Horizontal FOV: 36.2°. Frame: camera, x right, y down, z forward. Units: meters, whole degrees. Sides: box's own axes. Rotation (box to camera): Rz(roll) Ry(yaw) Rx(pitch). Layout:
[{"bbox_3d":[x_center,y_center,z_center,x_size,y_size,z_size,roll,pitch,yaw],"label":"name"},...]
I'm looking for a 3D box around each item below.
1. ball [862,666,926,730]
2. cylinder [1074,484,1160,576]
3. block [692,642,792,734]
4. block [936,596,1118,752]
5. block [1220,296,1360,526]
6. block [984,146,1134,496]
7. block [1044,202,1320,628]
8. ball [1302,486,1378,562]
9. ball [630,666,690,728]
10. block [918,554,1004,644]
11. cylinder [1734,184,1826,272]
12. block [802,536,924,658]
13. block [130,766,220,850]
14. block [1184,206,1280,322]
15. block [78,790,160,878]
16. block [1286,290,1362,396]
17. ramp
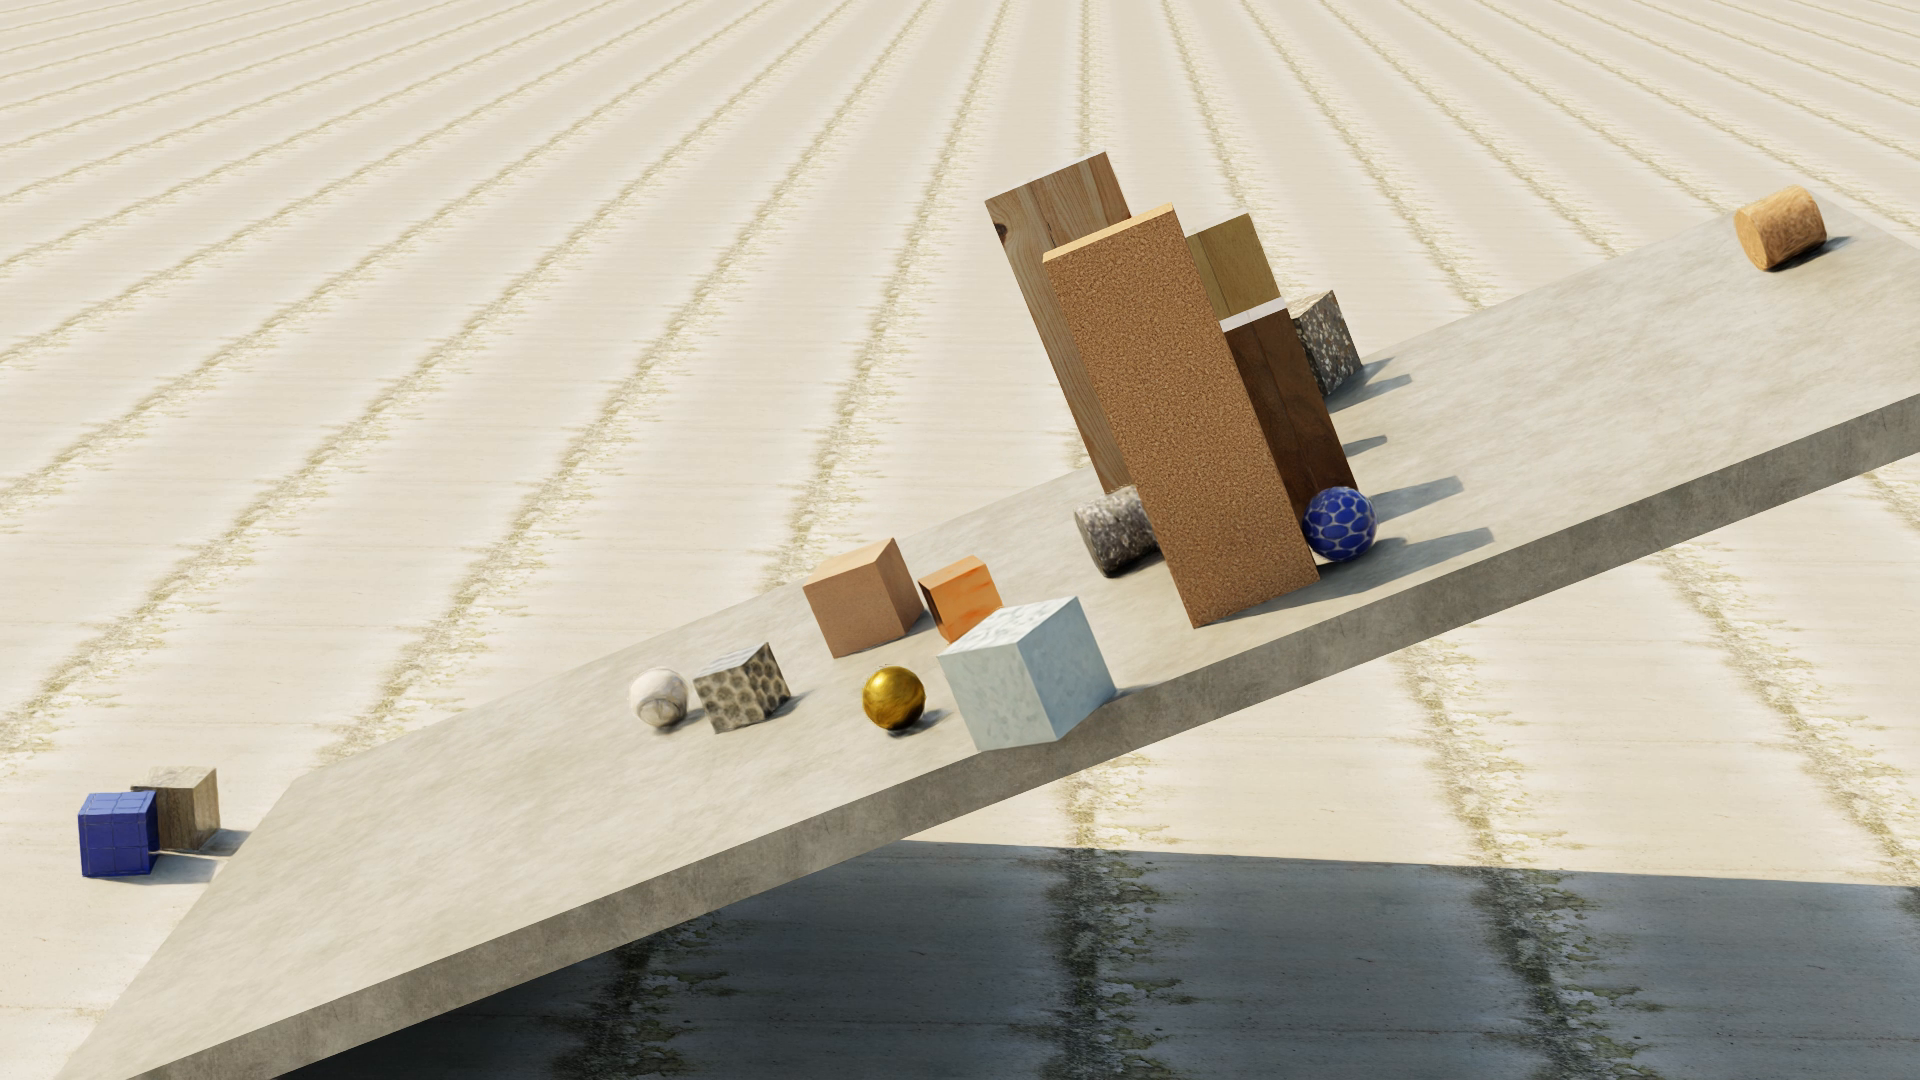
[{"bbox_3d":[-0.127,0.304,5.658,0.123,0.123,0.123,0,14,0],"label":"ball"},{"bbox_3d":[0.337,-0.024,6.146,0.151,0.151,0.151,-24,17,-3],"label":"cylinder"},{"bbox_3d":[-0.461,0.312,6.217,0.130,0.130,0.130,-17,14,27],"label":"block"},{"bbox_3d":[0.121,0.241,5.305,0.195,0.195,0.195,-12,17,43],"label":"block"},{"bbox_3d":[0.607,-0.223,5.812,0.244,0.442,0.132,-21,12,8],"label":"block"},{"bbox_3d":[0.333,-0.441,6.443,0.282,0.780,0.083,-21,12,8],"label":"block"},{"bbox_3d":[0.414,-0.229,5.466,0.254,0.747,0.111,-21,12,8],"label":"block"},{"bbox_3d":[0.712,-0.030,5.517,0.140,0.140,0.140,0,14,0],"label":"ball"},{"bbox_3d":[-0.657,0.343,6.435,0.132,0.132,0.132,0,14,0],"label":"ball"},{"bbox_3d":[0.006,0.125,6.162,0.130,0.130,0.130,-25,12,-8],"label":"block"},{"bbox_3d":[1.765,-0.670,6.330,0.140,0.140,0.140,-26,17,-2],"label":"cylinder"},{"bbox_3d":[-0.211,0.126,6.444,0.176,0.176,0.176,-19,13,18],"label":"block"},{"bbox_3d":[-1.954,0.666,7.329,0.160,0.160,0.160,1,14,6],"label":"block"},{"bbox_3d":[0.570,-0.470,6.834,0.395,0.485,0.101,-21,12,8],"label":"block"},{"bbox_3d":[-2.042,0.714,7.144,0.159,0.159,0.159,-1,14,-6],"label":"block"},{"bbox_3d":[0.799,-0.450,7.011,0.198,0.198,0.198,-14,15,37],"label":"block"},{"bbox_3d":[0.126,0.172,6.288,4.000,0.100,2.000,-21,12,8],"label":"ramp"}]
